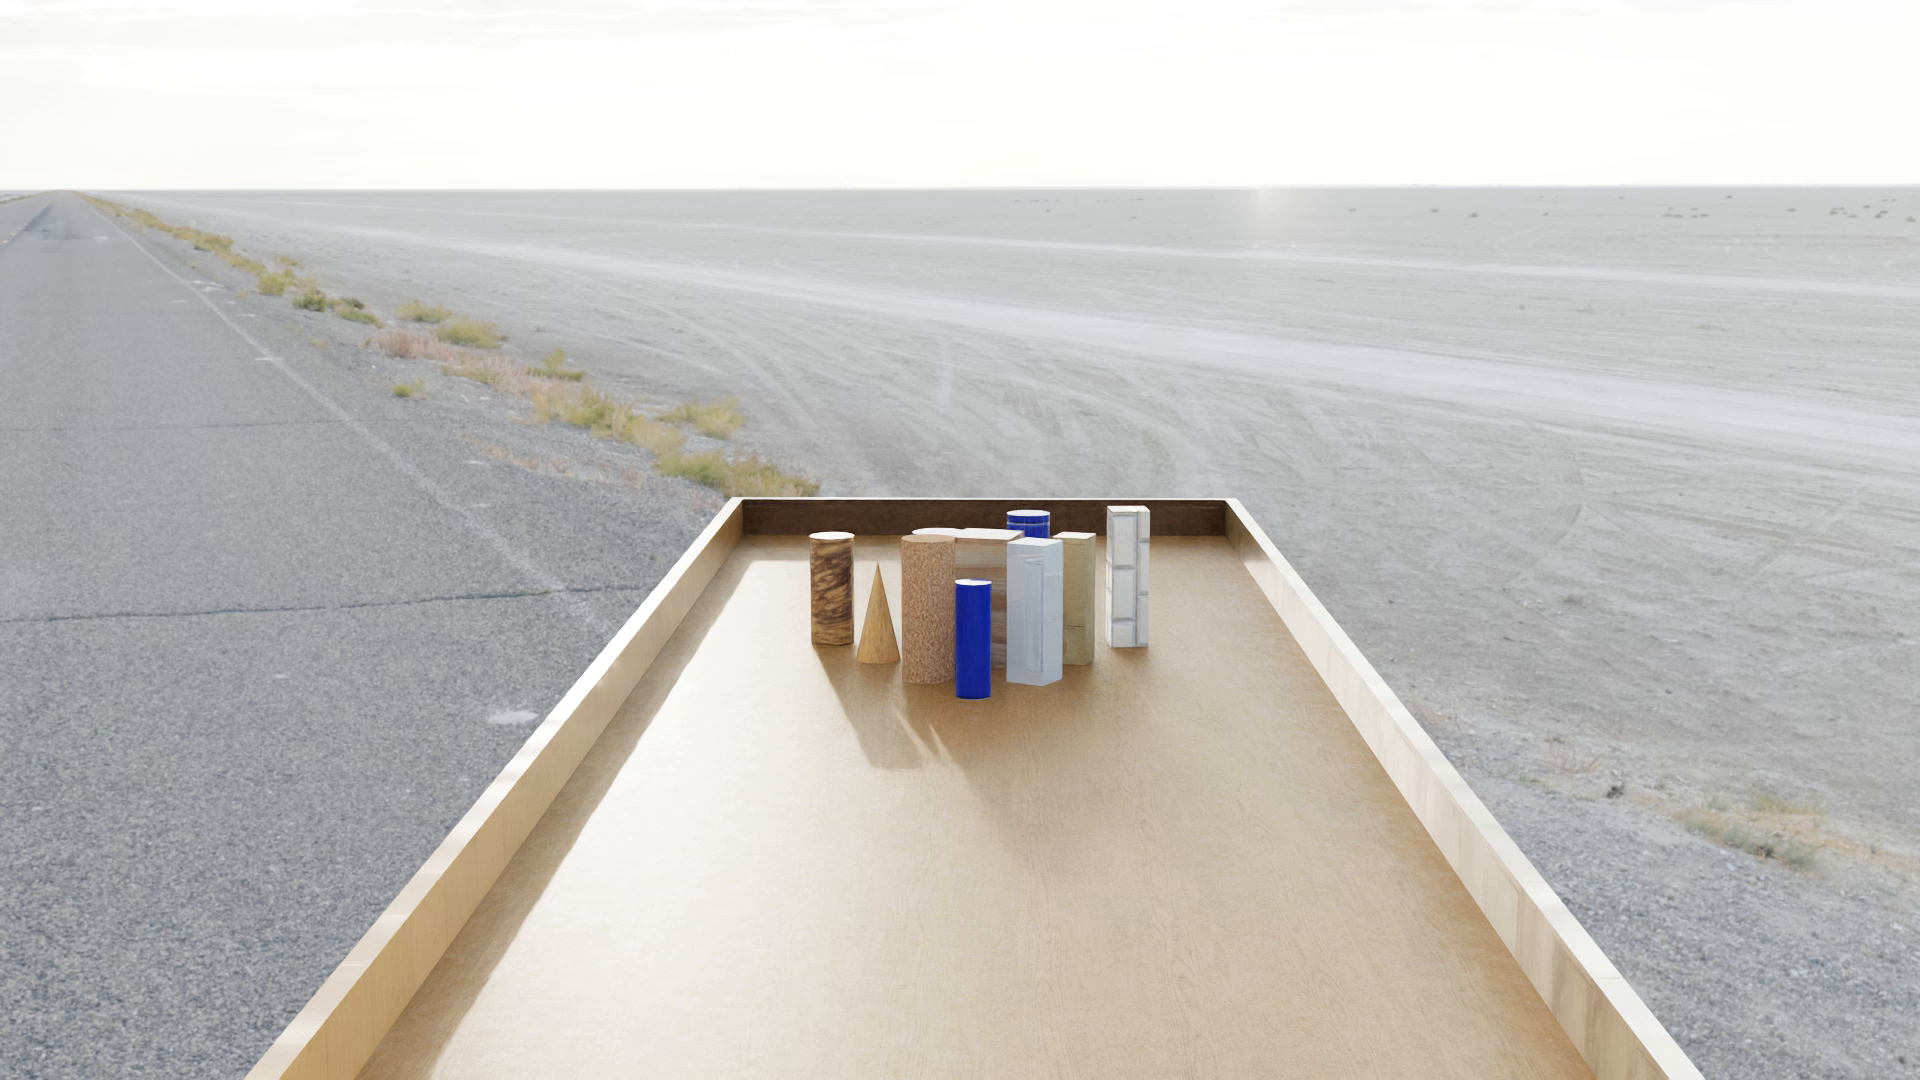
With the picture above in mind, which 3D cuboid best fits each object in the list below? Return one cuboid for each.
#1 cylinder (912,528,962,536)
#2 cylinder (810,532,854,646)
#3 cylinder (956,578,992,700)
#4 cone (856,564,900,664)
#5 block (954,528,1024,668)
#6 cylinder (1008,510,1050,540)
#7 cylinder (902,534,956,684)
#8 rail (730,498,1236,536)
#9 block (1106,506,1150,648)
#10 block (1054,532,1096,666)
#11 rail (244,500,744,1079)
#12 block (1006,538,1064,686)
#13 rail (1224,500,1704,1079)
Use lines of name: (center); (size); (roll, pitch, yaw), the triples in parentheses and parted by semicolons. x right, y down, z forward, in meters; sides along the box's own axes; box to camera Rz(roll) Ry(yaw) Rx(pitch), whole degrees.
cylinder: (-0.065, 0.151, 6.912); (0.166, 0.357, 0.166); (0, 9, 0)
cylinder: (-0.403, 0.154, 6.945); (0.139, 0.341, 0.139); (0, 9, 0)
cylinder: (0.038, 0.279, 6.198); (0.102, 0.328, 0.102); (0, 9, 0)
cone: (-0.249, 0.211, 6.698); (0.136, 0.306, 0.136); (0, 9, 0)
block: (0.085, 0.175, 6.656); (0.180, 0.392, 0.180); (3, 9, 16)
cylinder: (0.214, 0.122, 6.911); (0.133, 0.417, 0.133); (0, 9, 0)
cylinder: (-0.092, 0.200, 6.422); (0.158, 0.416, 0.158); (0, 9, 0)
rail: (0.099, -0.098, 9.147); (2.100, 0.150, 0.050); (0, 9, 1)
block: (0.527, 0.114, 6.918); (0.117, 0.430, 0.117); (-1, 9, -4)
block: (0.345, 0.176, 6.662); (0.103, 0.386, 0.103); (3, 10, 19)
rail: (-1.004, 0.839, 3.234); (0.050, 0.150, 12.000); (0, 9, 1)
block: (0.218, 0.207, 6.395); (0.120, 0.410, 0.120); (5, 10, 29)
rail: (1.046, 0.843, 3.208); (0.050, 0.150, 12.000); (0, 9, 1)
